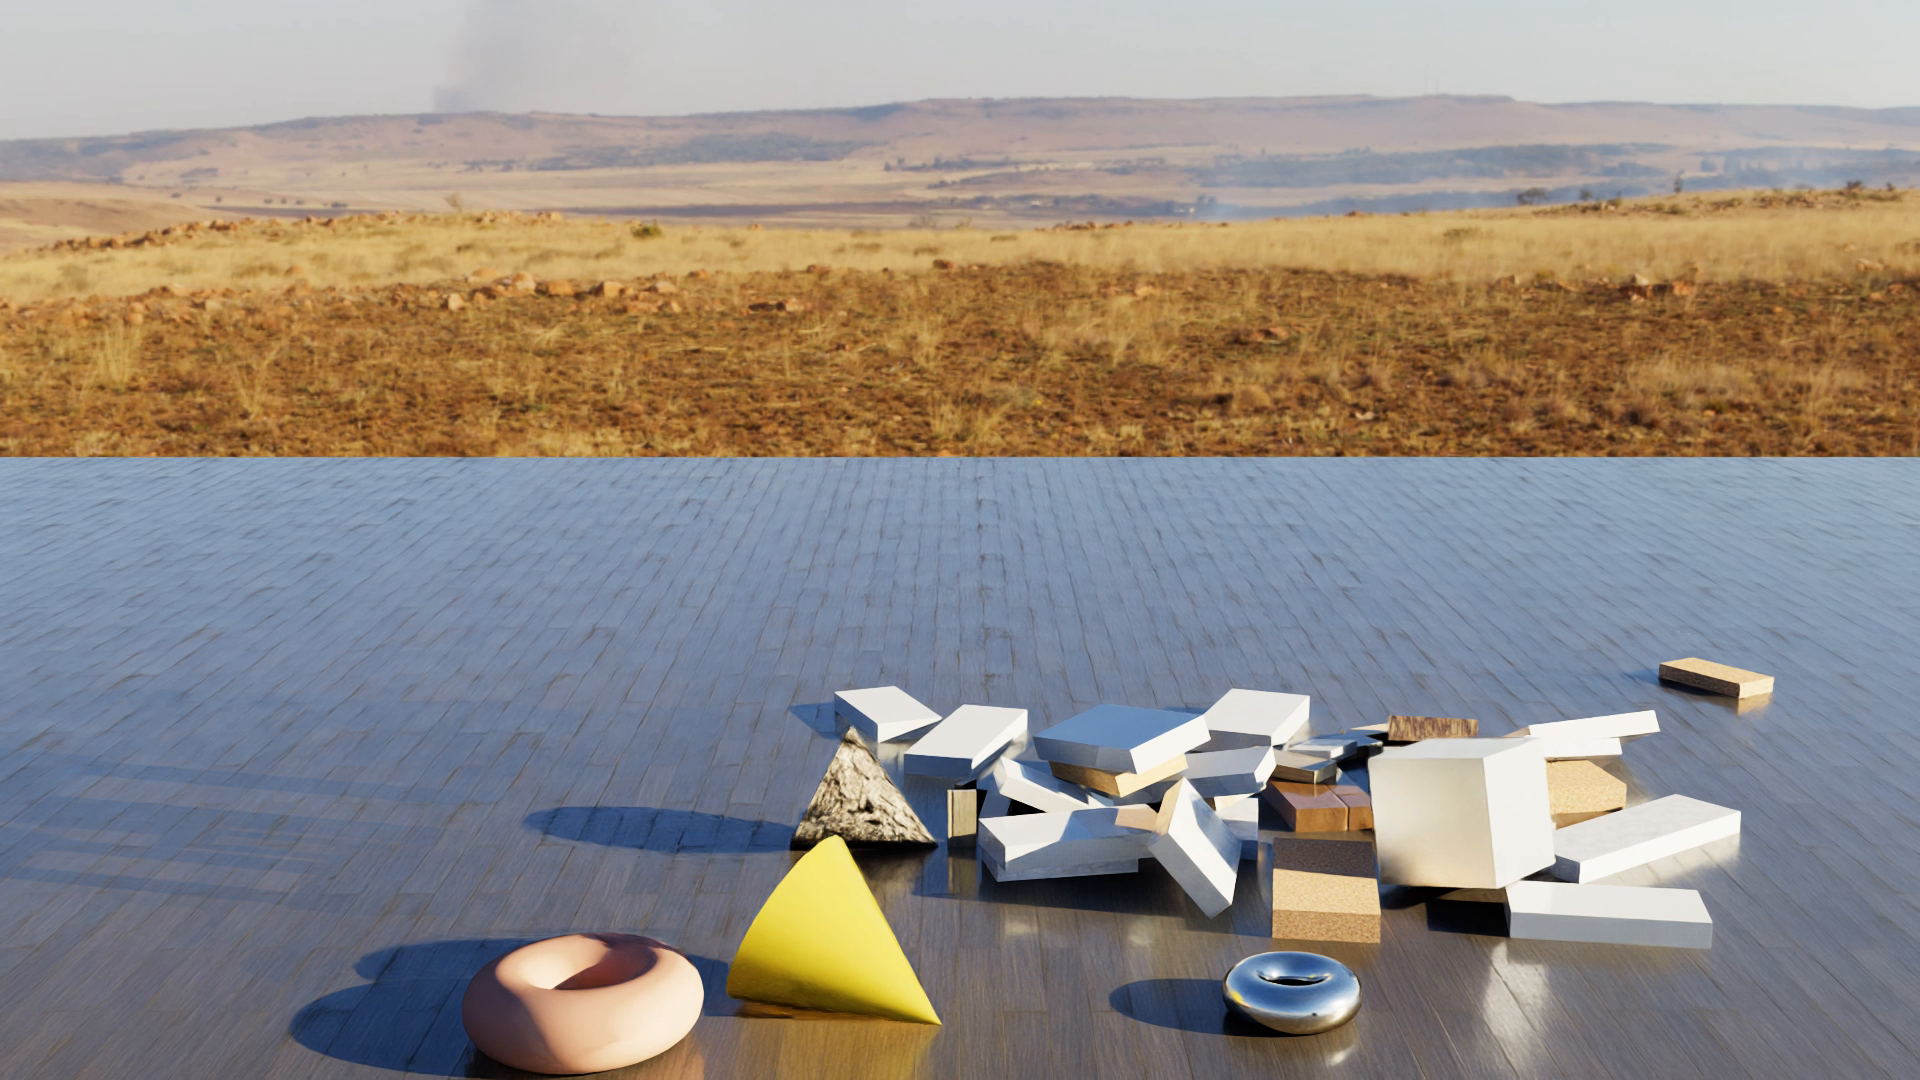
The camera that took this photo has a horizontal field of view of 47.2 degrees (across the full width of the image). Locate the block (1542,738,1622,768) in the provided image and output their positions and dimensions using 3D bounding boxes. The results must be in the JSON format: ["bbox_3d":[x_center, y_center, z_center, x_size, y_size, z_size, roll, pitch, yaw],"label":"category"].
[{"bbox_3d":[1.163,0.426,4.306,0.228,0.032,0.114,-2,-23,-9],"label":"block"}]

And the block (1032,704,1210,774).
[{"bbox_3d":[0.293,0.364,4.049,0.167,0.047,0.334,-22,10,-28],"label":"block"}]

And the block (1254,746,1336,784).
[{"bbox_3d":[0.623,0.431,4.217,0.176,0.025,0.088,8,13,37],"label":"block"}]

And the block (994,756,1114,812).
[{"bbox_3d":[0.186,0.468,3.969,0.248,0.035,0.124,22,8,-8],"label":"block"}]

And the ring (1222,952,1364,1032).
[{"bbox_3d":[0.478,0.650,3.164,0.203,0.068,0.203,-1,10,0],"label":"ring"}]

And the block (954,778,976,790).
[{"bbox_3d":[0.010,0.484,3.961,0.014,0.102,0.051,7,13,33],"label":"block"}]

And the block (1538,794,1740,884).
[{"bbox_3d":[1.188,0.527,3.902,0.465,0.039,0.137,-8,13,-37],"label":"block"}]

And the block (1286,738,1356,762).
[{"bbox_3d":[0.713,0.415,4.324,0.088,0.025,0.176,0,2,26],"label":"block"}]

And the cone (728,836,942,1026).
[{"bbox_3d":[-0.139,0.620,3.167,0.279,0.279,0.279,32,21,16],"label":"cone"}]

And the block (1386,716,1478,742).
[{"bbox_3d":[0.944,0.382,4.415,0.167,0.047,0.334,2,-5,10],"label":"block"}]

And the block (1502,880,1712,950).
[{"bbox_3d":[1.030,0.597,3.513,0.304,0.043,0.152,2,11,9],"label":"block"}]

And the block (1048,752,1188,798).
[{"bbox_3d":[0.288,0.410,4.064,0.142,0.040,0.284,-21,10,-21],"label":"block"}]

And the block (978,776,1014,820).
[{"bbox_3d":[0.073,0.478,4.050,0.051,0.014,0.102,5,56,24],"label":"block"}]

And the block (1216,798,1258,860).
[{"bbox_3d":[0.474,0.517,3.964,0.124,0.035,0.248,1,11,7],"label":"block"}]

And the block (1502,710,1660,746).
[{"bbox_3d":[1.230,0.396,4.414,0.304,0.043,0.152,-4,-17,-22],"label":"block"}]

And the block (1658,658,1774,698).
[{"bbox_3d":[1.738,0.315,5.059,0.114,0.032,0.228,-6,12,-31],"label":"block"}]

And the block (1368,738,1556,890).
[{"bbox_3d":[0.842,0.454,3.689,0.213,0.213,0.213,-5,2,41],"label":"block"}]

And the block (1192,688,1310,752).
[{"bbox_3d":[0.613,0.385,4.640,0.172,0.049,0.344,4,11,21],"label":"block"}]

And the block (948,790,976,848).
[{"bbox_3d":[0.003,0.495,3.905,0.051,0.102,0.014,-1,11,-3],"label":"block"}]

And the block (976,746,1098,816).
[{"bbox_3d":[0.200,0.449,4.293,0.172,0.049,0.511,5,12,24],"label":"block"}]

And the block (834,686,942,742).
[{"bbox_3d":[-0.157,0.373,4.727,0.142,0.040,0.284,-4,11,-21],"label":"block"}]

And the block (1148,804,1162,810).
[{"bbox_3d":[0.397,0.488,4.152,0.115,0.016,0.058,-8,6,-35],"label":"block"}]

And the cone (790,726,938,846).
[{"bbox_3d":[-0.143,0.491,3.913,0.237,0.237,0.237,27,12,0],"label":"cone"}]

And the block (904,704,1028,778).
[{"bbox_3d":[0.015,0.411,4.520,0.142,0.040,0.395,3,11,17],"label":"block"}]

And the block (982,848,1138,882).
[{"bbox_3d":[0.172,0.546,3.809,0.248,0.035,0.124,-2,11,-11],"label":"block"}]

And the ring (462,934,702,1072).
[{"bbox_3d":[-0.527,0.644,3.076,0.334,0.111,0.334,-1,10,0],"label":"ring"}]

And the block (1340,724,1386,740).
[{"bbox_3d":[0.862,0.407,4.612,0.115,0.016,0.058,-5,12,-27],"label":"block"}]

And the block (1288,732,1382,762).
[{"bbox_3d":[0.765,0.426,4.483,0.176,0.025,0.088,-7,13,-33],"label":"block"}]

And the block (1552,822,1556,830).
[{"bbox_3d":[0.940,0.520,3.958,0.228,0.032,0.114,-4,11,-19],"label":"block"}]

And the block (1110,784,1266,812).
[{"bbox_3d":[0.421,0.454,4.109,0.137,0.039,0.274,-18,12,-39],"label":"block"}]

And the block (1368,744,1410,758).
[{"bbox_3d":[0.880,0.416,4.239,0.152,0.043,0.304,-3,-5,5],"label":"block"}]

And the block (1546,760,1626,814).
[{"bbox_3d":[1.063,0.471,4.174,0.344,0.049,0.172,-2,11,-9],"label":"block"}]

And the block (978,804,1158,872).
[{"bbox_3d":[0.203,0.511,3.784,0.310,0.044,0.155,-3,11,-16],"label":"block"}]

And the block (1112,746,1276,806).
[{"bbox_3d":[0.425,0.430,4.004,0.274,0.039,0.137,-8,12,23],"label":"block"}]

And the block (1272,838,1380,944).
[{"bbox_3d":[0.601,0.574,3.628,0.167,0.047,0.362,2,11,8],"label":"block"}]

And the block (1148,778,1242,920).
[{"bbox_3d":[0.397,0.513,3.687,0.044,0.155,0.310,-41,1,15],"label":"block"}]

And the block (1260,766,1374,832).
[{"bbox_3d":[0.666,0.479,4.145,0.155,0.044,0.310,-1,11,-7],"label":"block"}]
